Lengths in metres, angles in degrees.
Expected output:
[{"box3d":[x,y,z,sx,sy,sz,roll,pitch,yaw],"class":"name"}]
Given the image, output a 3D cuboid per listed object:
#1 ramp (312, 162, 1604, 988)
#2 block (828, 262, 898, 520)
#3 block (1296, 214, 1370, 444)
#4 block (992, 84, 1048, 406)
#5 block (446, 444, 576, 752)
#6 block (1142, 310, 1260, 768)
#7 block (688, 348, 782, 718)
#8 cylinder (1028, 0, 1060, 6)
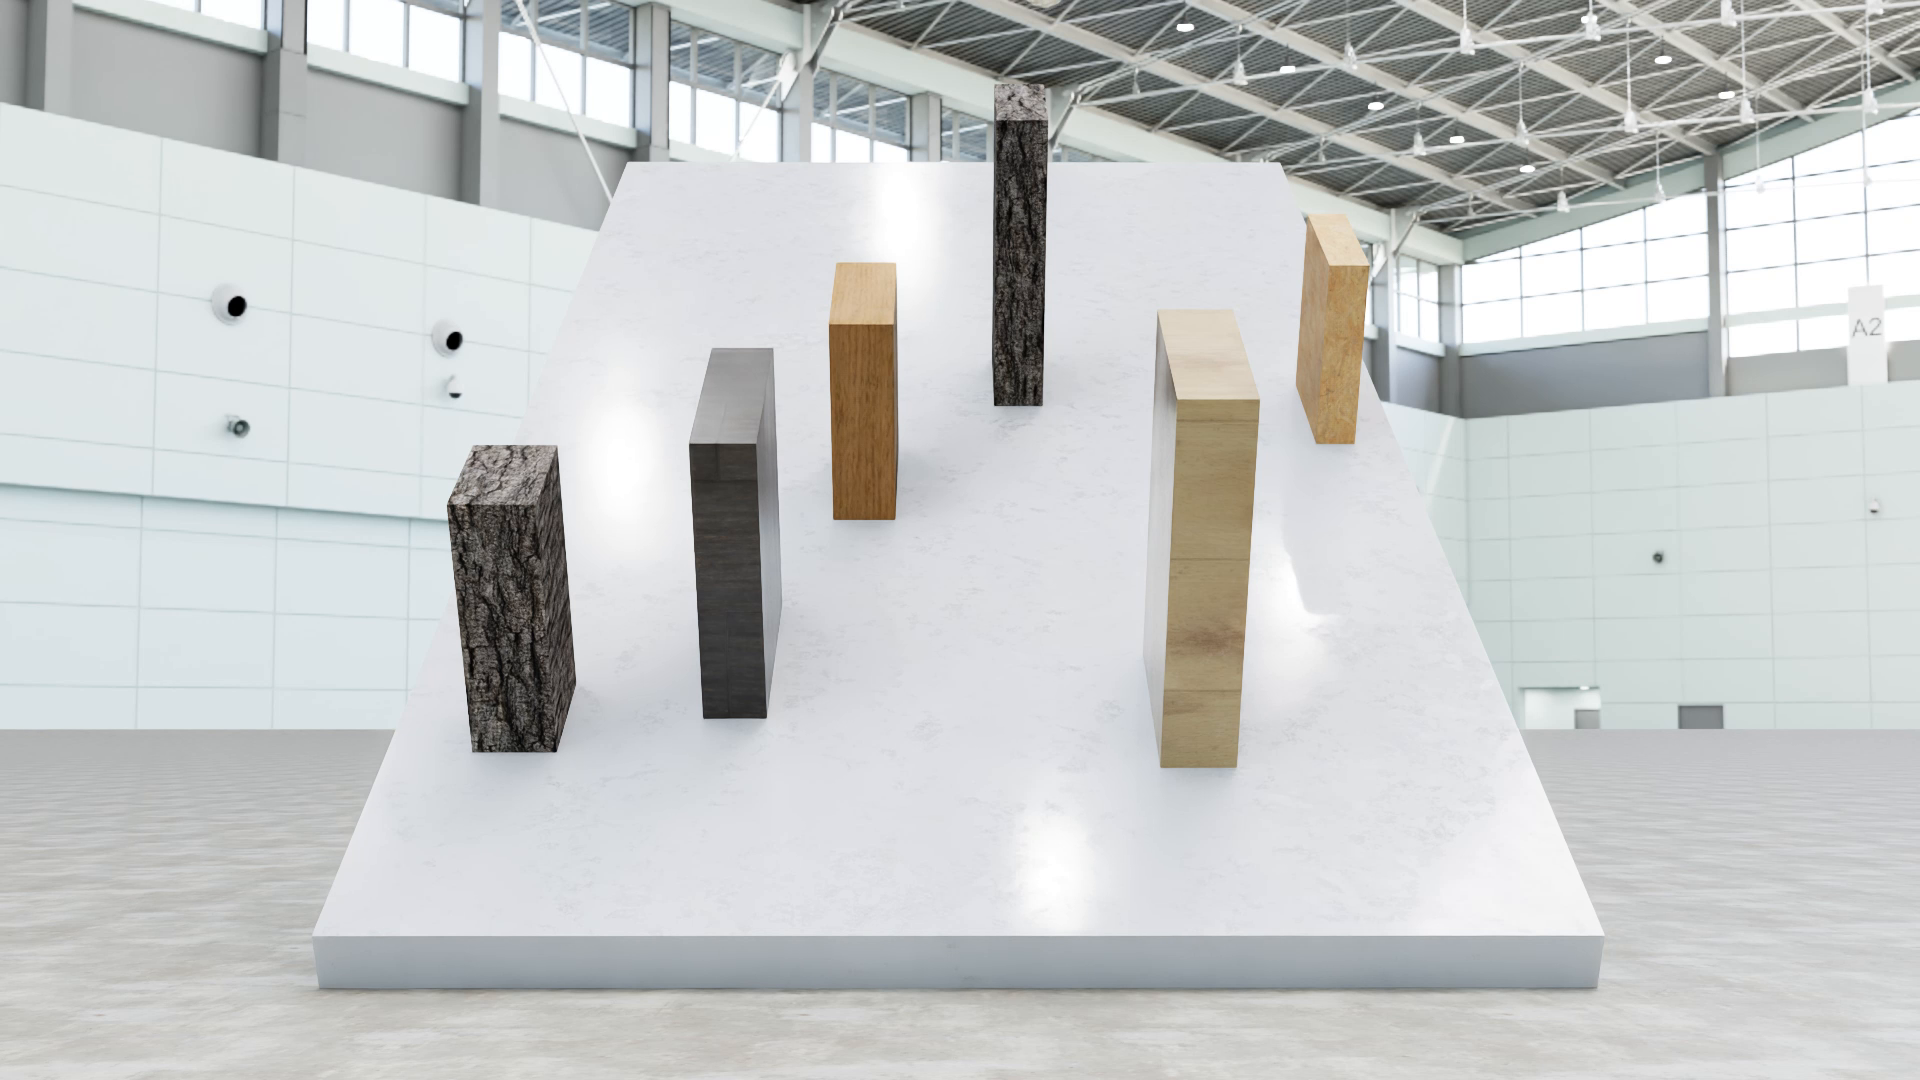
[{"box3d":[-0.010,-0.228,5.464,2.000,0.100,4.000,0,26,0],"class":"ramp"},{"box3d":[-0.202,-0.322,5.043,0.131,0.440,0.372,0,26,0],"class":"block"},{"box3d":[0.848,-0.486,5.399,0.088,0.426,0.353,0,26,0],"class":"block"},{"box3d":[0.137,-0.687,5.506,0.115,0.686,0.298,0,26,0],"class":"block"},{"box3d":[-0.780,0.103,4.134,0.148,0.481,0.243,0,26,0],"class":"block"},{"box3d":[0.413,-0.005,4.120,0.133,0.692,0.407,0,26,0],"class":"block"},{"box3d":[-0.404,-0.018,4.314,0.115,0.540,0.439,0,26,0],"class":"block"},{"box3d":[0.272,-1.738,7.219,0.162,0.162,0.162,1,-9,-12],"class":"cylinder"}]
